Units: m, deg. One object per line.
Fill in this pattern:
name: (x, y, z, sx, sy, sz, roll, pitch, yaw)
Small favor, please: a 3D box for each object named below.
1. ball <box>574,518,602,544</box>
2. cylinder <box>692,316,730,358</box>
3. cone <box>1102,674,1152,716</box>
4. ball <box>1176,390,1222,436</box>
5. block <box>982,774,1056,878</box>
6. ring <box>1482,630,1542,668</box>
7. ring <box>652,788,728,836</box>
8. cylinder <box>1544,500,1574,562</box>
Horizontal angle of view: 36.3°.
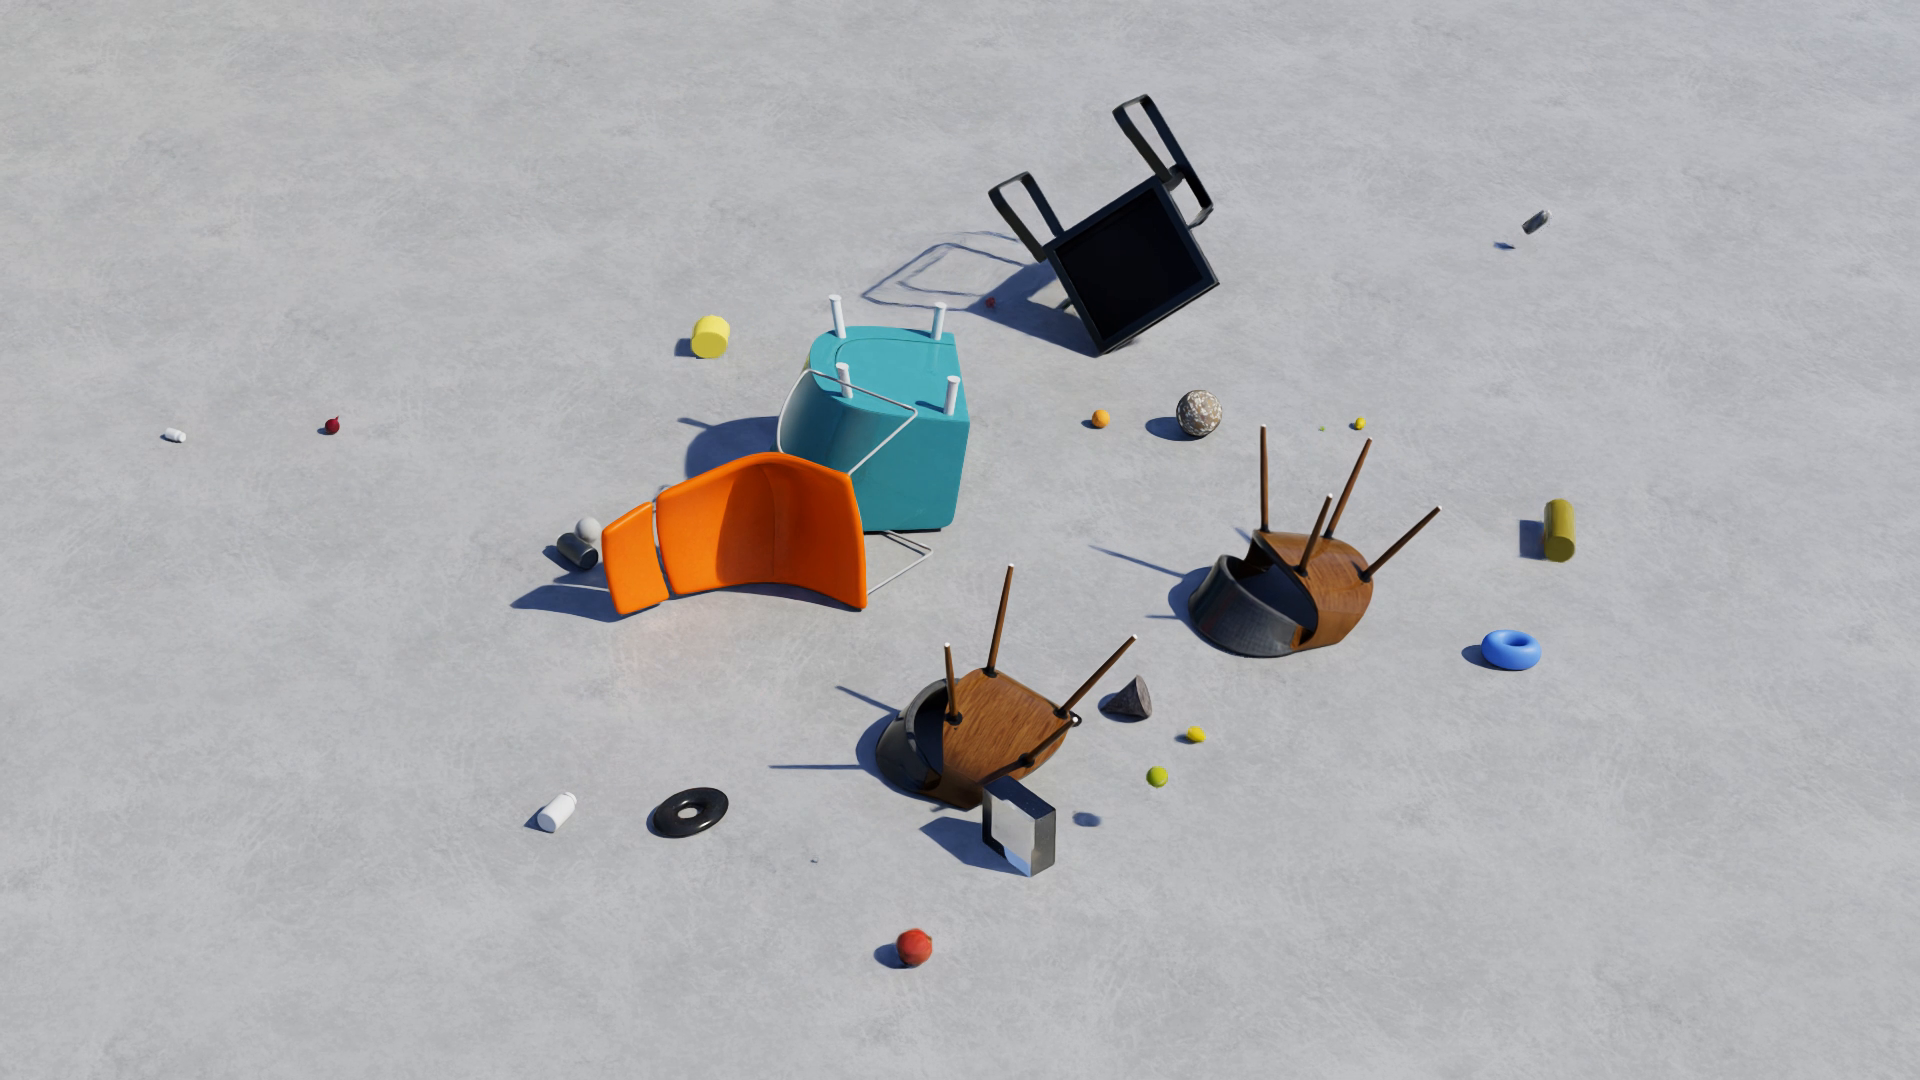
ball: (-1.384, -0.036, 10.909, 0.099, 0.099, 0.099, 0, 33, 0)
cylinder: (-1.028, -0.836, 12.097, 0.147, 0.129, 0.136, -4, 33, 4)
cone: (0.554, 0.558, 10.037, 0.165, 0.143, 0.186, -20, 14, 14)
ball: (0.941, -0.500, 11.539, 0.182, 0.182, 0.182, 0, 33, 0)
block: (0.188, 0.912, 9.357, 0.105, 0.224, 0.236, -25, 41, -33)
ring: (1.932, 0.384, 10.280, 0.210, 0.092, 0.153, 10, 33, 12)
ring: (-0.878, 0.886, 9.562, 0.276, 0.043, 0.201, -28, 43, -35)
cylinder: (2.225, -0.035, 10.894, 0.113, 0.116, 0.256, -10, 31, 17)
